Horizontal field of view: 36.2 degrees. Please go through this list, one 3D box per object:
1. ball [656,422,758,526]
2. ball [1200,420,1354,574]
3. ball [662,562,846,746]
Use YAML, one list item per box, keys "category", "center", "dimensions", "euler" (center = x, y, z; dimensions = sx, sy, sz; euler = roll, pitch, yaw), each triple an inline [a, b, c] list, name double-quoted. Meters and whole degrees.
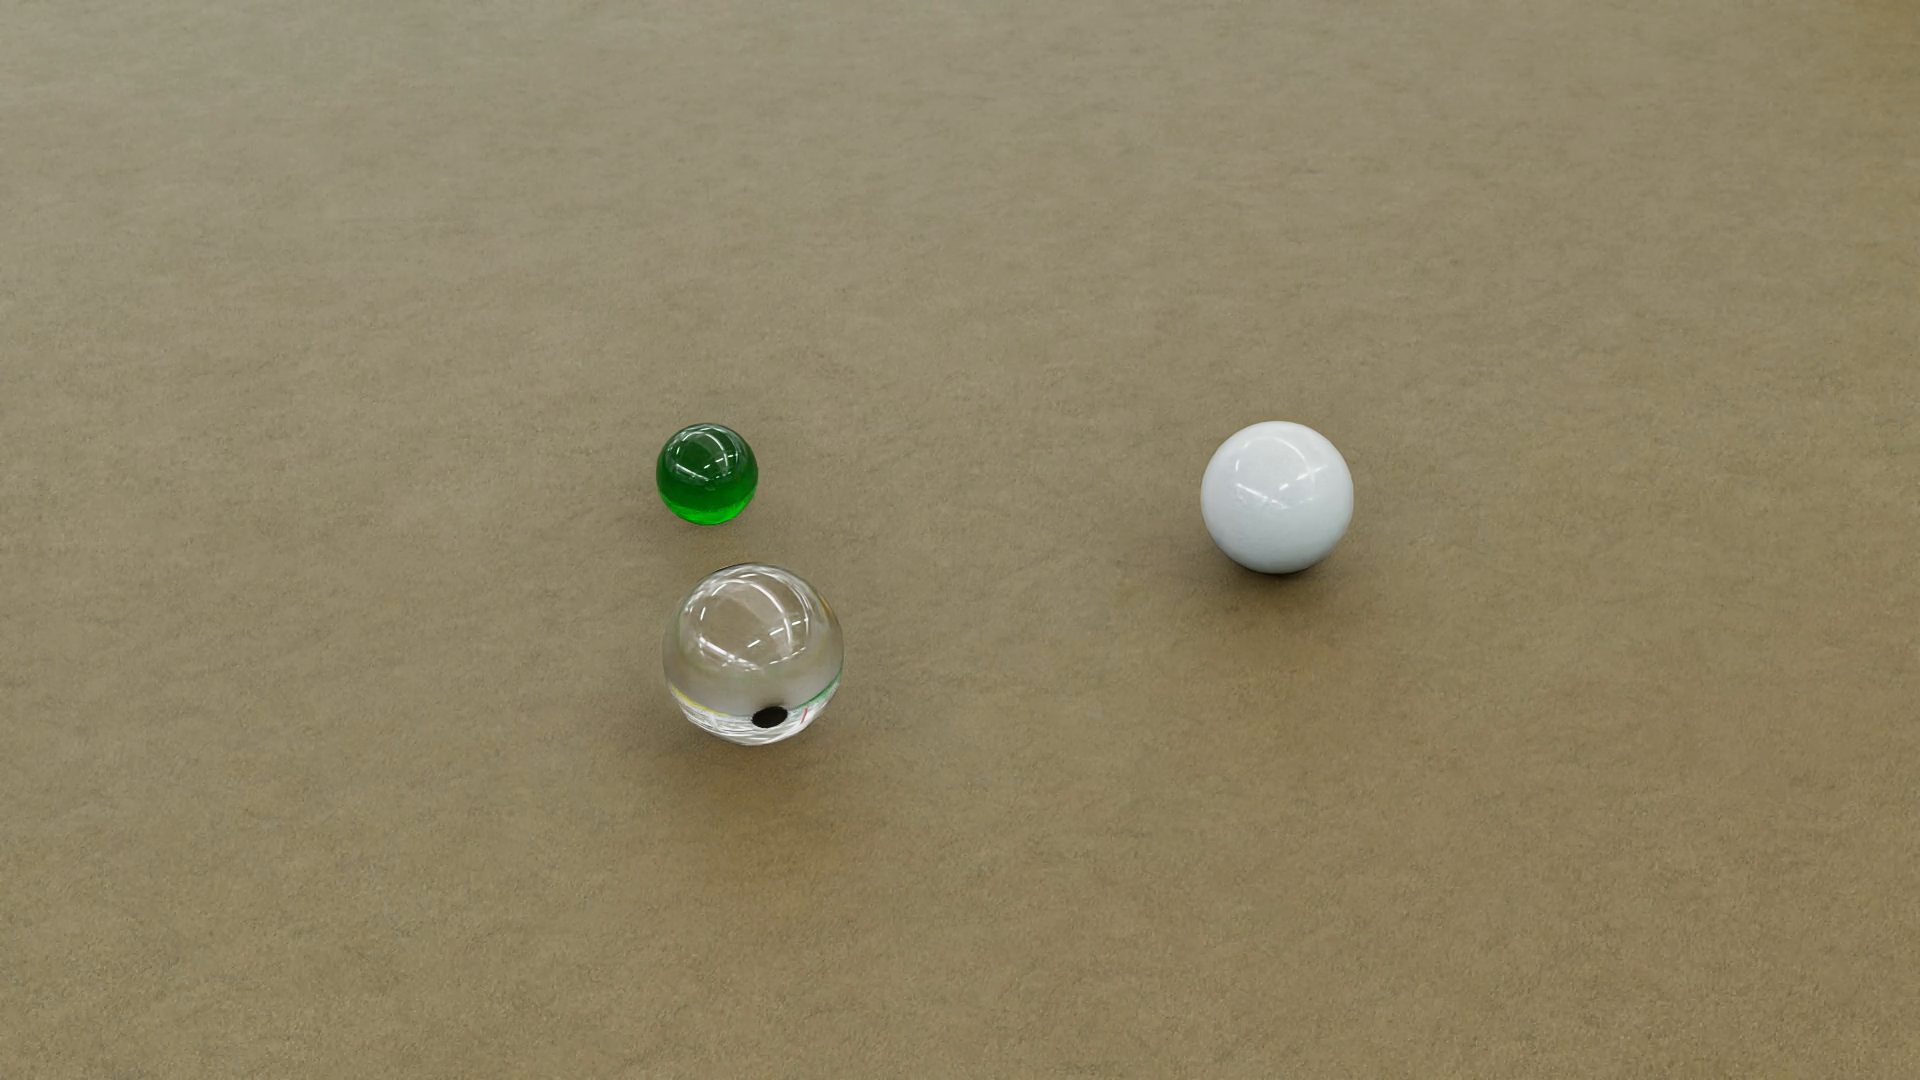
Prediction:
- category: "ball"
  center: [-0.149, -0.039, 1.731]
  dimensions: [0.060, 0.060, 0.060]
  euler: [0, 31, 0]
- category: "ball"
  center: [0.181, -0.024, 1.680]
  dimensions: [0.088, 0.088, 0.088]
  euler: [0, 31, 0]
- category: "ball"
  center: [-0.108, 0.059, 1.532]
  dimensions: [0.096, 0.096, 0.096]
  euler: [0, 31, 0]
